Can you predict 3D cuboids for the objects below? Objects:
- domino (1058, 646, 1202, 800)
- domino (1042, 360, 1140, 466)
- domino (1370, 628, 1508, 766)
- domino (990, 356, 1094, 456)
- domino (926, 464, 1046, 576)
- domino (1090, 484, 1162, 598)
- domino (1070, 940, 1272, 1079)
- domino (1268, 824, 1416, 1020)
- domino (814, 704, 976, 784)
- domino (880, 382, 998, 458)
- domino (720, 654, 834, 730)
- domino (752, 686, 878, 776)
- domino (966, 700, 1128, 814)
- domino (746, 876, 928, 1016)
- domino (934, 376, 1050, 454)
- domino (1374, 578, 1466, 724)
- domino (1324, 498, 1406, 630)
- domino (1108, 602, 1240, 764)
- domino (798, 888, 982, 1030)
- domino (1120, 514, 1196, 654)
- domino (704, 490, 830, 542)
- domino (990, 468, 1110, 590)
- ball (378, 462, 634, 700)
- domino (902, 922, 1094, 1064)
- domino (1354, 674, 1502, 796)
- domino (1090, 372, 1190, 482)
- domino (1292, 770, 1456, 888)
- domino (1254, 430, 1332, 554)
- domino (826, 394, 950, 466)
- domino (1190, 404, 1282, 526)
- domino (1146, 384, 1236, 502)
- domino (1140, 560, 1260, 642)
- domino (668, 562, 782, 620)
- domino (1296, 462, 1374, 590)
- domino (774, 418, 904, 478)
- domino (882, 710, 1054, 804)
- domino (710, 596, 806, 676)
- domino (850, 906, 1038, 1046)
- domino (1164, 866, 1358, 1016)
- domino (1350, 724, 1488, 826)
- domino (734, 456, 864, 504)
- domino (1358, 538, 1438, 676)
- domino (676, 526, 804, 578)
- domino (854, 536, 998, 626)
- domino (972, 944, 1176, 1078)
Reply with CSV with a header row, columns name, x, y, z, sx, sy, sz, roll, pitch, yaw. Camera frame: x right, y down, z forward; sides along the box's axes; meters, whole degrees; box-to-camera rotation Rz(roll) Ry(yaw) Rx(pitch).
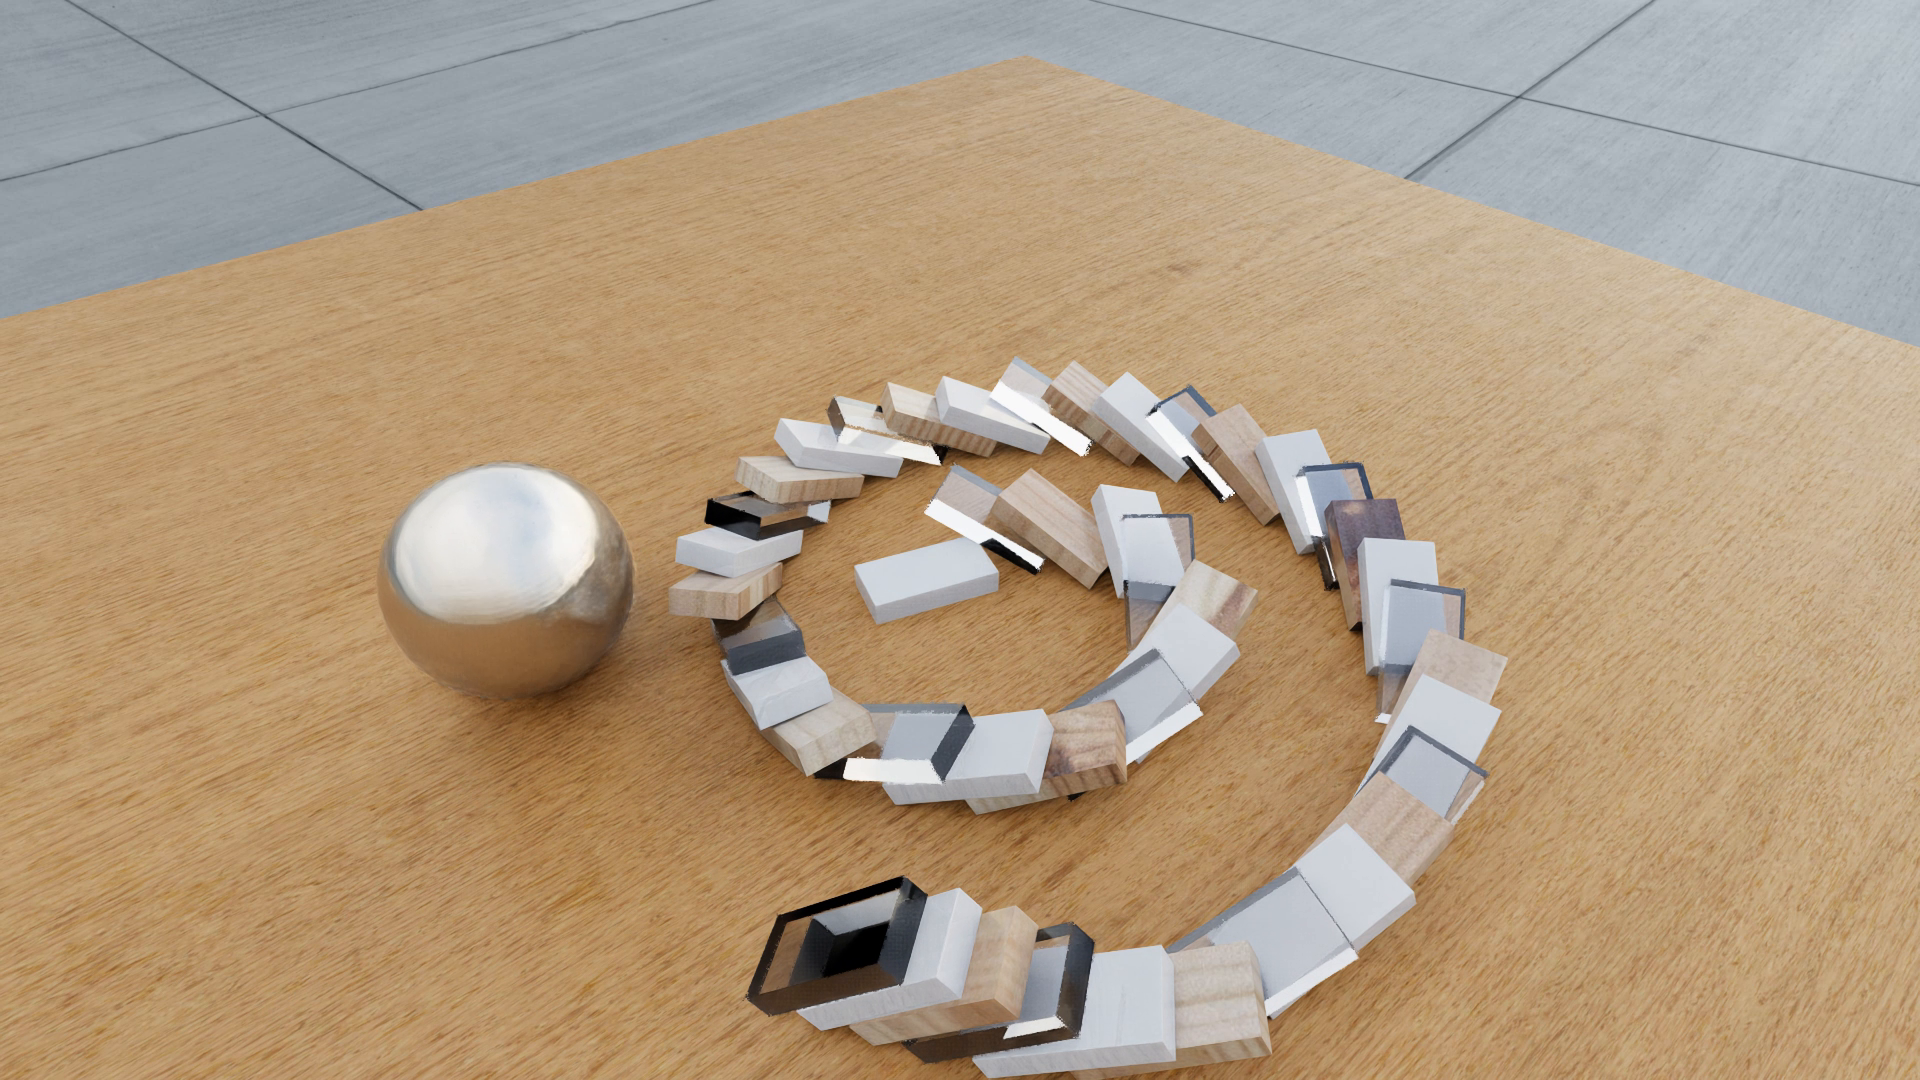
name,x,y,z,sx,sy,sz,roll,pitch,yaw
domino,0.050,0.059,0.354,0.050,0.009,0.025,-34,44,2
domino,0.064,-0.057,0.497,0.050,0.010,0.025,38,46,4
domino,0.156,0.056,0.359,0.025,0.009,0.050,23,70,25
domino,0.040,-0.061,0.501,0.050,0.010,0.025,33,42,-3
domino,0.014,-0.009,0.440,0.050,0.010,0.025,29,42,2
domino,0.069,0.001,0.429,0.025,0.009,0.050,7,48,-19
domino,0.052,0.120,0.280,0.050,0.009,0.025,-18,35,19
domino,0.096,0.104,0.301,0.050,0.010,0.025,-37,47,-4
domino,-0.023,0.064,0.349,0.050,0.009,0.025,-6,32,34
domino,-0.010,-0.054,0.493,0.050,0.010,0.025,14,33,-23
domino,-0.062,0.047,0.368,0.025,0.010,0.050,-20,17,-19
domino,-0.048,0.058,0.354,0.025,0.010,0.050,-26,19,-23
domino,0.027,0.068,0.344,0.050,0.010,0.025,-17,36,20
domino,-0.033,0.107,0.289,0.050,0.009,0.025,-28,26,33
domino,0.015,-0.056,0.496,0.050,0.009,0.025,16,35,-21
domino,0.159,0.040,0.379,0.025,0.010,0.050,9,66,11
domino,0.156,0.009,0.417,0.025,0.010,0.050,-2,64,-2
domino,0.067,0.047,0.368,0.050,0.009,0.025,-45,52,-7
domino,-0.018,0.109,0.286,0.050,0.009,0.025,-28,26,33
domino,0.073,0.016,0.401,0.025,0.009,0.050,0,77,-2
domino,-0.076,-0.012,0.441,0.025,0.009,0.050,18,16,21
domino,0.039,-0.005,0.435,0.050,0.010,0.025,39,45,11
ball,-0.151,0.014,0.371,0.080,0.080,0.080,0,39,0
domino,0.010,0.115,0.279,0.050,0.009,0.025,-28,26,34
domino,0.145,0.069,0.343,0.025,0.010,0.050,27,72,29
domino,0.085,-0.050,0.489,0.050,0.010,0.025,42,50,7
domino,0.114,0.093,0.314,0.050,0.010,0.025,-43,52,-10
domino,0.143,-0.020,0.452,0.025,0.010,0.050,-10,66,-12
domino,-0.032,-0.049,0.486,0.050,0.009,0.025,11,32,-28
domino,0.124,-0.032,0.467,0.025,0.010,0.050,-26,72,-28
domino,0.107,-0.042,0.479,0.025,0.009,0.050,-30,73,-31
domino,0.080,0.034,0.383,0.025,0.010,0.050,29,76,28
domino,-0.085,0.017,0.404,0.025,0.010,0.050,4,12,8
domino,0.152,-0.006,0.435,0.025,0.009,0.050,-4,65,-6
domino,-0.052,-0.039,0.475,0.050,0.009,0.025,4,30,-38
domino,0.003,0.068,0.344,0.050,0.010,0.025,-12,35,27
domino,-0.072,0.033,0.387,0.025,0.010,0.050,-14,15,-17
domino,-0.004,0.112,0.282,0.050,0.010,0.025,-27,26,34
domino,0.076,0.112,0.291,0.050,0.009,0.025,-33,44,1
domino,0.131,0.082,0.327,0.025,0.010,0.050,34,75,34
domino,-0.067,-0.026,0.459,0.025,0.009,0.050,30,22,32
domino,0.159,0.024,0.398,0.025,0.010,0.050,4,64,5
domino,-0.084,0.002,0.424,0.025,0.010,0.050,14,15,18
domino,-0.013,0.015,0.425,0.050,0.009,0.025,-15,42,-17
domino,0.029,0.120,0.280,0.050,0.010,0.025,-16,34,22
